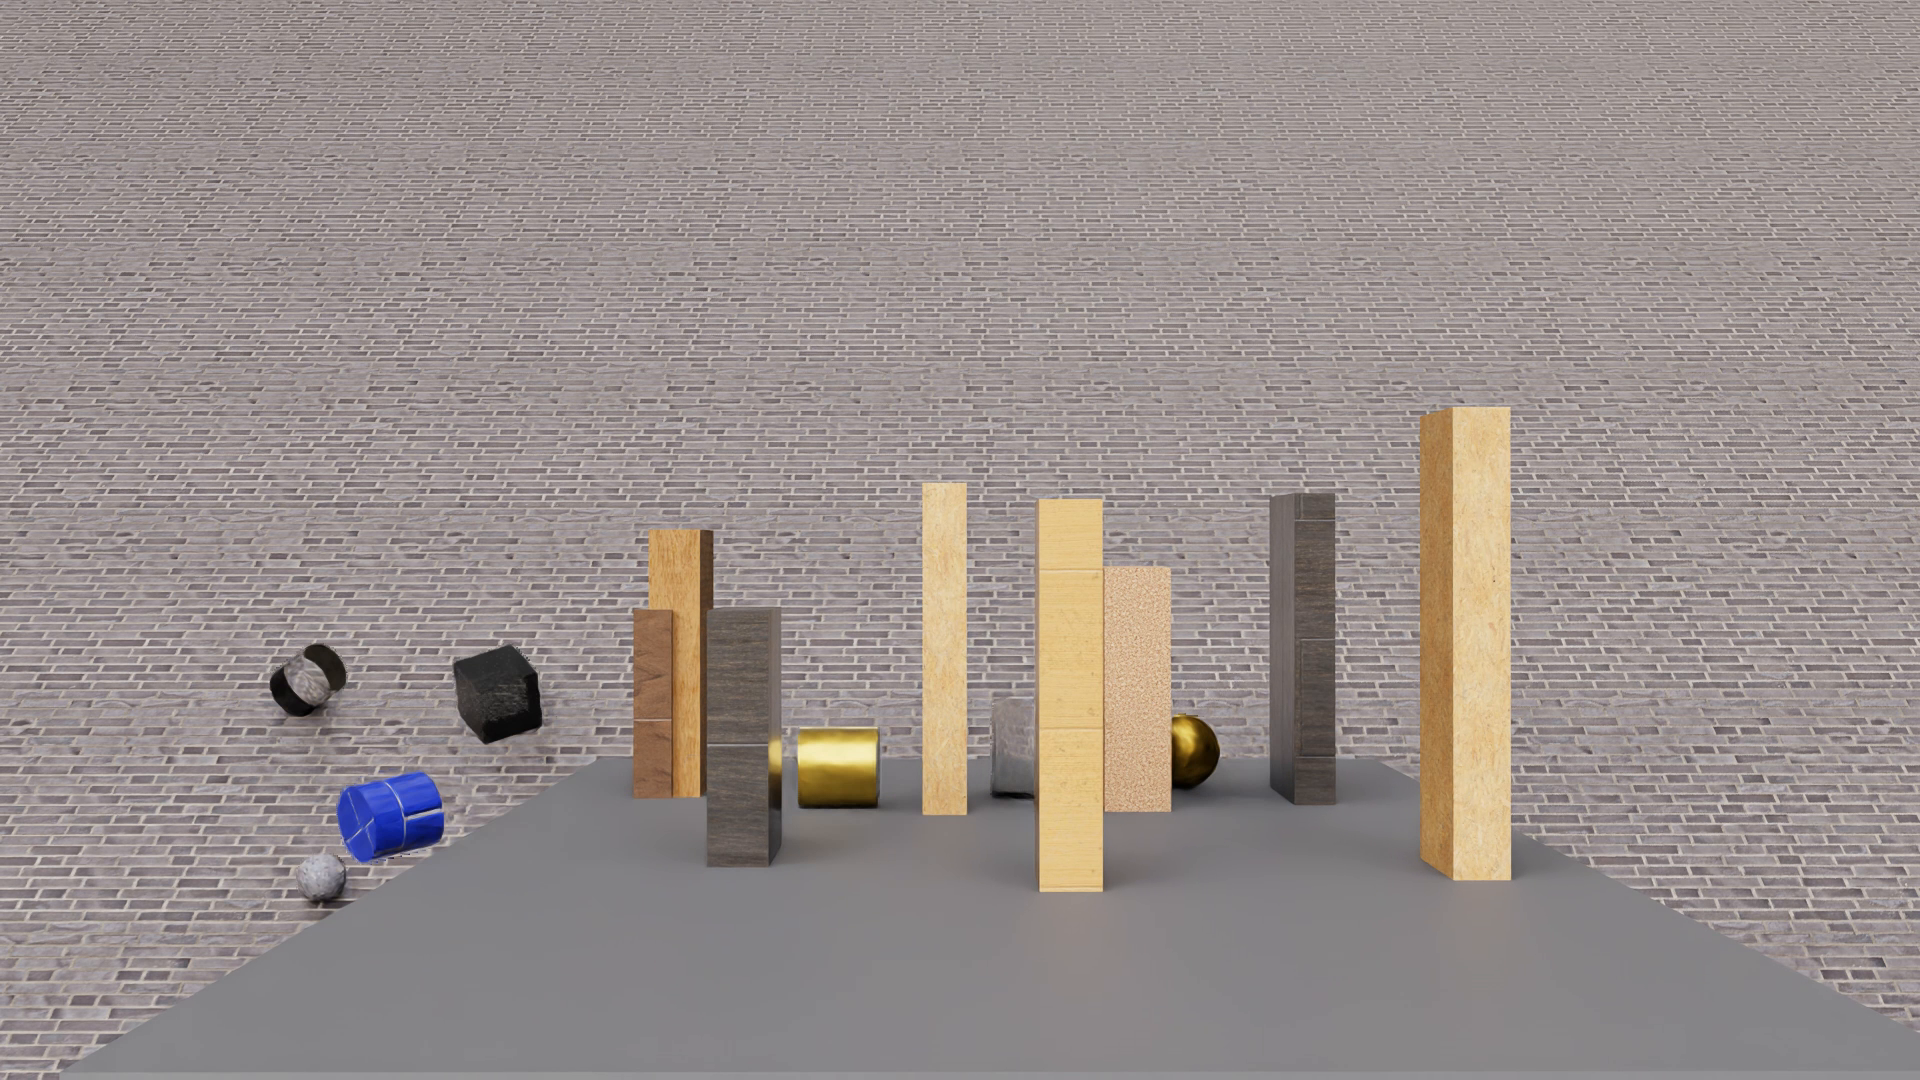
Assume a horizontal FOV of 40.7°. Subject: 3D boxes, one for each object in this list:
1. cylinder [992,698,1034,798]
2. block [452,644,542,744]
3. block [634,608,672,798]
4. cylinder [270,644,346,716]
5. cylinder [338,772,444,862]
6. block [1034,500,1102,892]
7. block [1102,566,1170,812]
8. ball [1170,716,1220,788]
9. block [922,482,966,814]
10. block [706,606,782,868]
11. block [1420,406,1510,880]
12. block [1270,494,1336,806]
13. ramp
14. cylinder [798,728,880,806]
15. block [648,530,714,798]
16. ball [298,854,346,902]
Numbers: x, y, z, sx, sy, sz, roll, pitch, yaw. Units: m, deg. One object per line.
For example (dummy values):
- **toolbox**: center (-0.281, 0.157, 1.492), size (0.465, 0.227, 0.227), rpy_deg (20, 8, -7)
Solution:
- **cylinder**: center (0.174, 0.454, 5.683), size (0.210, 0.210, 0.210), rpy_deg (0, -1, 0)
- **block**: center (-1.237, 0.412, 6.932), size (0.168, 0.168, 0.168), rpy_deg (-18, 34, -28)
- **block**: center (-0.667, 0.356, 5.753), size (0.082, 0.410, 0.279), rpy_deg (0, 0, 0)
- **cylinder**: center (-1.752, 0.377, 6.961), size (0.143, 0.143, 0.143), rpy_deg (-35, 18, 27)
- **cylinder**: center (-1.054, 0.512, 4.799), size (0.141, 0.141, 0.141), rpy_deg (-11, 31, -40)
- **block**: center (0.175, 0.246, 4.206), size (0.100, 0.619, 0.243), rpy_deg (0, 0, 0)
- **block**: center (0.366, 0.309, 5.552), size (0.136, 0.502, 0.439), rpy_deg (0, 0, 0)
- **ball**: center (0.507, 0.480, 5.870), size (0.163, 0.163, 0.163), rpy_deg (0, 31, 0)
- **block**: center (-0.031, 0.222, 5.429), size (0.090, 0.676, 0.324), rpy_deg (0, 0, 0)
- **block**: center (-0.377, 0.339, 4.555), size (0.105, 0.436, 0.316), rpy_deg (0, 0, 0)
- **block**: center (0.851, 0.169, 4.374), size (0.094, 0.772, 0.304), rpy_deg (0, 0, 0)
- **block**: center (0.748, 0.231, 5.676), size (0.087, 0.659, 0.435), rpy_deg (0, 0, 0)
- **ramp**: center (0.068, 0.607, 4.674), size (2.000, 0.100, 4.000), rpy_deg (0, 0, 0)
- **cylinder**: center (-0.254, 0.478, 5.430), size (0.163, 0.163, 0.163), rpy_deg (0, 31, 1)
- **block**: center (-0.623, 0.270, 5.799), size (0.112, 0.584, 0.310), rpy_deg (0, 0, 0)
- **ball**: center (-1.551, 0.821, 6.295), size (0.116, 0.116, 0.116), rpy_deg (0, 31, 0)
